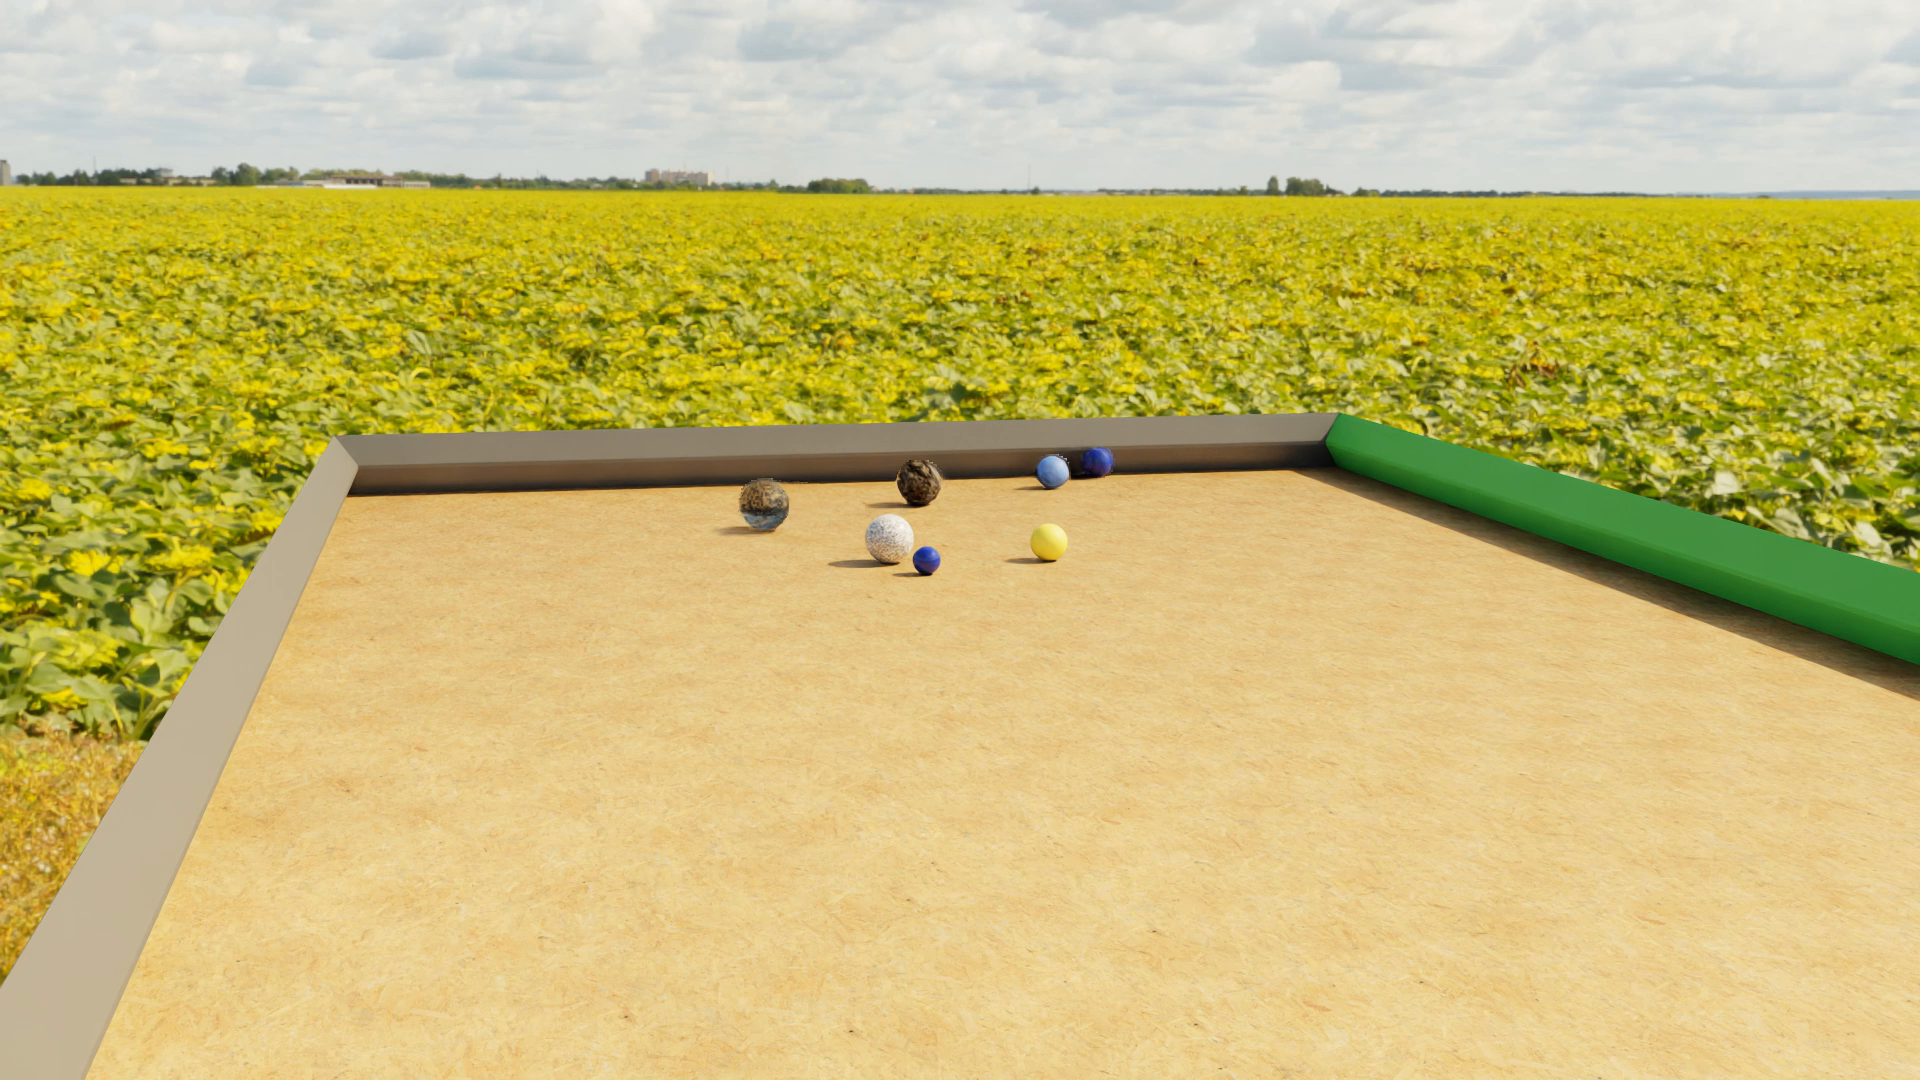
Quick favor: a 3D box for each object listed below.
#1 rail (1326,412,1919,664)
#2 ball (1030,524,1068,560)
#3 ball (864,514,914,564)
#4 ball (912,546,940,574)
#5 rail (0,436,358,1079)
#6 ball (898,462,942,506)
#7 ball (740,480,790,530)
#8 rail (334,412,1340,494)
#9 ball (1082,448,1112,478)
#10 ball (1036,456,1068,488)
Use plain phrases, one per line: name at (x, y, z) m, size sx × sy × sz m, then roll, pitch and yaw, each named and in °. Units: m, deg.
rail at (1.126, 0.095, 2.630) m, size 0.045 × 0.108 × 3.730 m, roll -2°, pitch 10°, yaw -12°
ball at (0.135, 0.003, 3.346) m, size 0.057 × 0.057 × 0.057 m, roll 0°, pitch 9°, yaw 0°
ball at (-0.107, -0.002, 3.322) m, size 0.075 × 0.075 × 0.075 m, roll 0°, pitch 9°, yaw 0°
ball at (-0.049, 0.030, 3.231) m, size 0.042 × 0.042 × 0.042 m, roll 0°, pitch 9°, yaw 0°
rail at (-0.741, 0.159, 2.241) m, size 0.045 × 0.108 × 3.730 m, roll -2°, pitch 10°, yaw -12°
ball at (-0.072, -0.101, 3.914) m, size 0.078 × 0.078 × 0.078 m, roll 0°, pitch 9°, yaw 0°
ball at (-0.323, -0.057, 3.634) m, size 0.083 × 0.083 × 0.083 m, roll 0°, pitch 9°, yaw 0°
rail at (-0.188, -0.167, 4.213) m, size 1.956 × 0.108 × 0.045 m, roll -2°, pitch 10°, yaw -12°
ball at (0.265, -0.150, 4.266) m, size 0.060 × 0.060 × 0.060 m, roll 0°, pitch 9°, yaw 0°
ball at (0.174, -0.126, 4.120) m, size 0.061 × 0.061 × 0.061 m, roll 0°, pitch 9°, yaw 0°
